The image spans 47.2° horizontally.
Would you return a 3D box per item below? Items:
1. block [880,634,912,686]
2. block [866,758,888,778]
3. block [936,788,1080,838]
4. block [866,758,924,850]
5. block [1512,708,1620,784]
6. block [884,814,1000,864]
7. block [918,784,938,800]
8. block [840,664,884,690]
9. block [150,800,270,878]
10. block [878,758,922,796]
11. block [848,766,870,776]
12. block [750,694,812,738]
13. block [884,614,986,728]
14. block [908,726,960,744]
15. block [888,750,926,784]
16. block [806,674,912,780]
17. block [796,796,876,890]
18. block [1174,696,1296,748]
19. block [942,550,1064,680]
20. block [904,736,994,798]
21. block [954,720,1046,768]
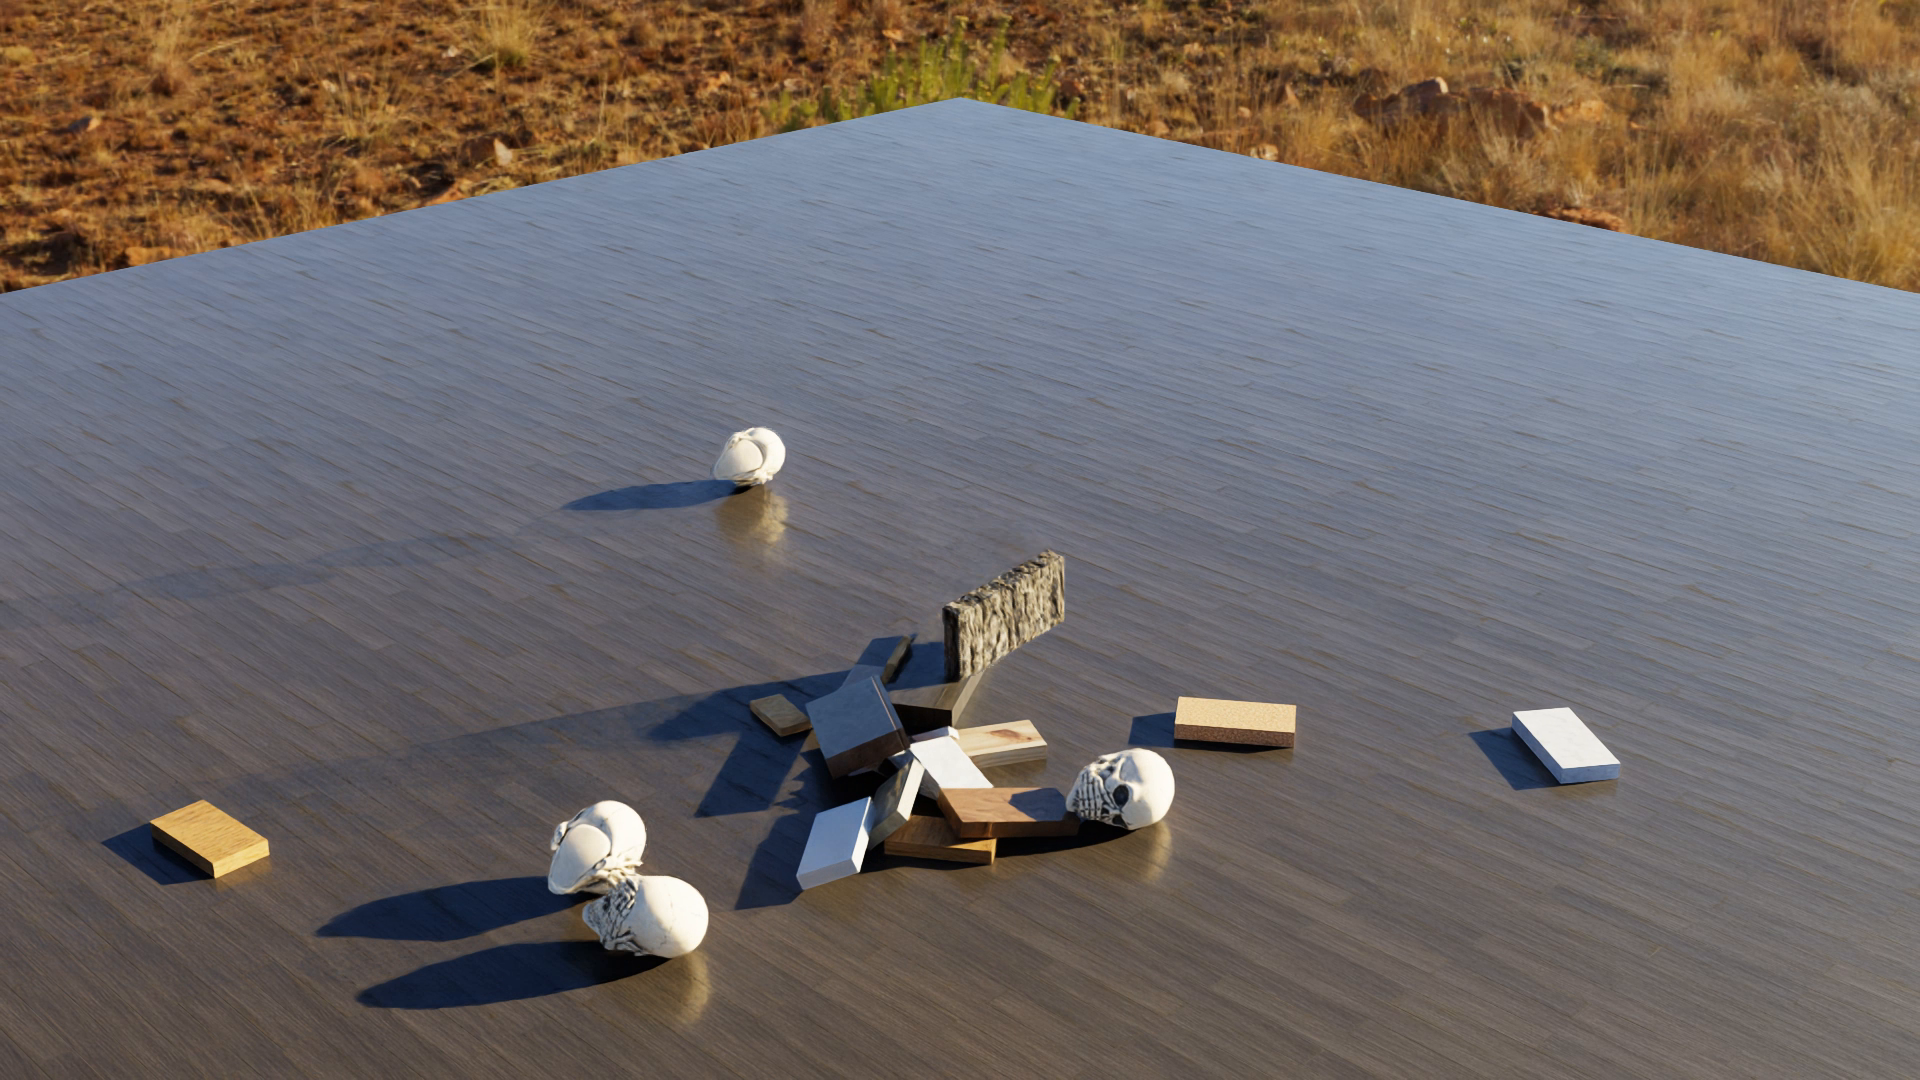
[{"bbox_3d":[-0.147,0.280,5.000,0.021,0.075,0.149,22,26,5],"label":"block"},{"bbox_3d":[-0.152,0.467,4.602,0.131,0.019,0.066,25,31,22],"label":"block"},{"bbox_3d":[0.097,0.541,4.370,0.256,0.036,0.128,2,24,-23],"label":"block"},{"bbox_3d":[-0.135,0.527,4.393,0.107,0.030,0.214,-40,12,21],"label":"block"},{"bbox_3d":[1.289,0.436,4.686,0.128,0.036,0.256,-4,23,-9],"label":"block"},{"bbox_3d":[-0.034,0.589,4.334,0.214,0.030,0.107,4,23,10],"label":"block"},{"bbox_3d":[-0.023,0.519,4.497,0.109,0.015,0.054,19,28,20],"label":"block"},{"bbox_3d":[-0.221,0.325,4.967,0.075,0.021,0.149,5,24,13],"label":"block"},{"bbox_3d":[-1.480,0.587,4.334,0.236,0.033,0.118,19,30,38],"label":"block"},{"bbox_3d":[-0.111,0.486,4.545,0.109,0.015,0.054,29,31,10],"label":"block"},{"bbox_3d":[-0.234,0.457,4.660,0.066,0.019,0.131,-13,26,-27],"label":"block"},{"bbox_3d":[-0.394,0.384,4.828,0.075,0.021,0.149,-13,26,-28],"label":"block"},{"bbox_3d":[-0.043,0.295,5.004,0.172,0.049,0.469,6,24,13],"label":"block"},{"bbox_3d":[-0.075,0.422,4.619,0.131,0.019,0.066,-17,-17,13],"label":"block"},{"bbox_3d":[-0.101,0.465,4.536,0.054,0.015,0.109,-11,37,-35],"label":"block"},{"bbox_3d":[-0.219,0.391,4.650,0.172,0.049,0.345,-22,18,-4],"label":"block"},{"bbox_3d":[-0.239,0.588,4.276,0.118,0.033,0.236,-20,19,14],"label":"block"},{"bbox_3d":[0.599,0.395,4.783,0.256,0.036,0.128,4,23,9],"label":"block"},{"bbox_3d":[0.102,0.169,4.974,0.049,0.172,0.345,25,38,38],"label":"block"},{"bbox_3d":[-0.012,0.487,4.489,0.107,0.030,0.214,-10,40,-34],"label":"block"},{"bbox_3d":[0.054,0.440,4.682,0.236,0.033,0.118,-7,24,-16],"label":"block"}]
